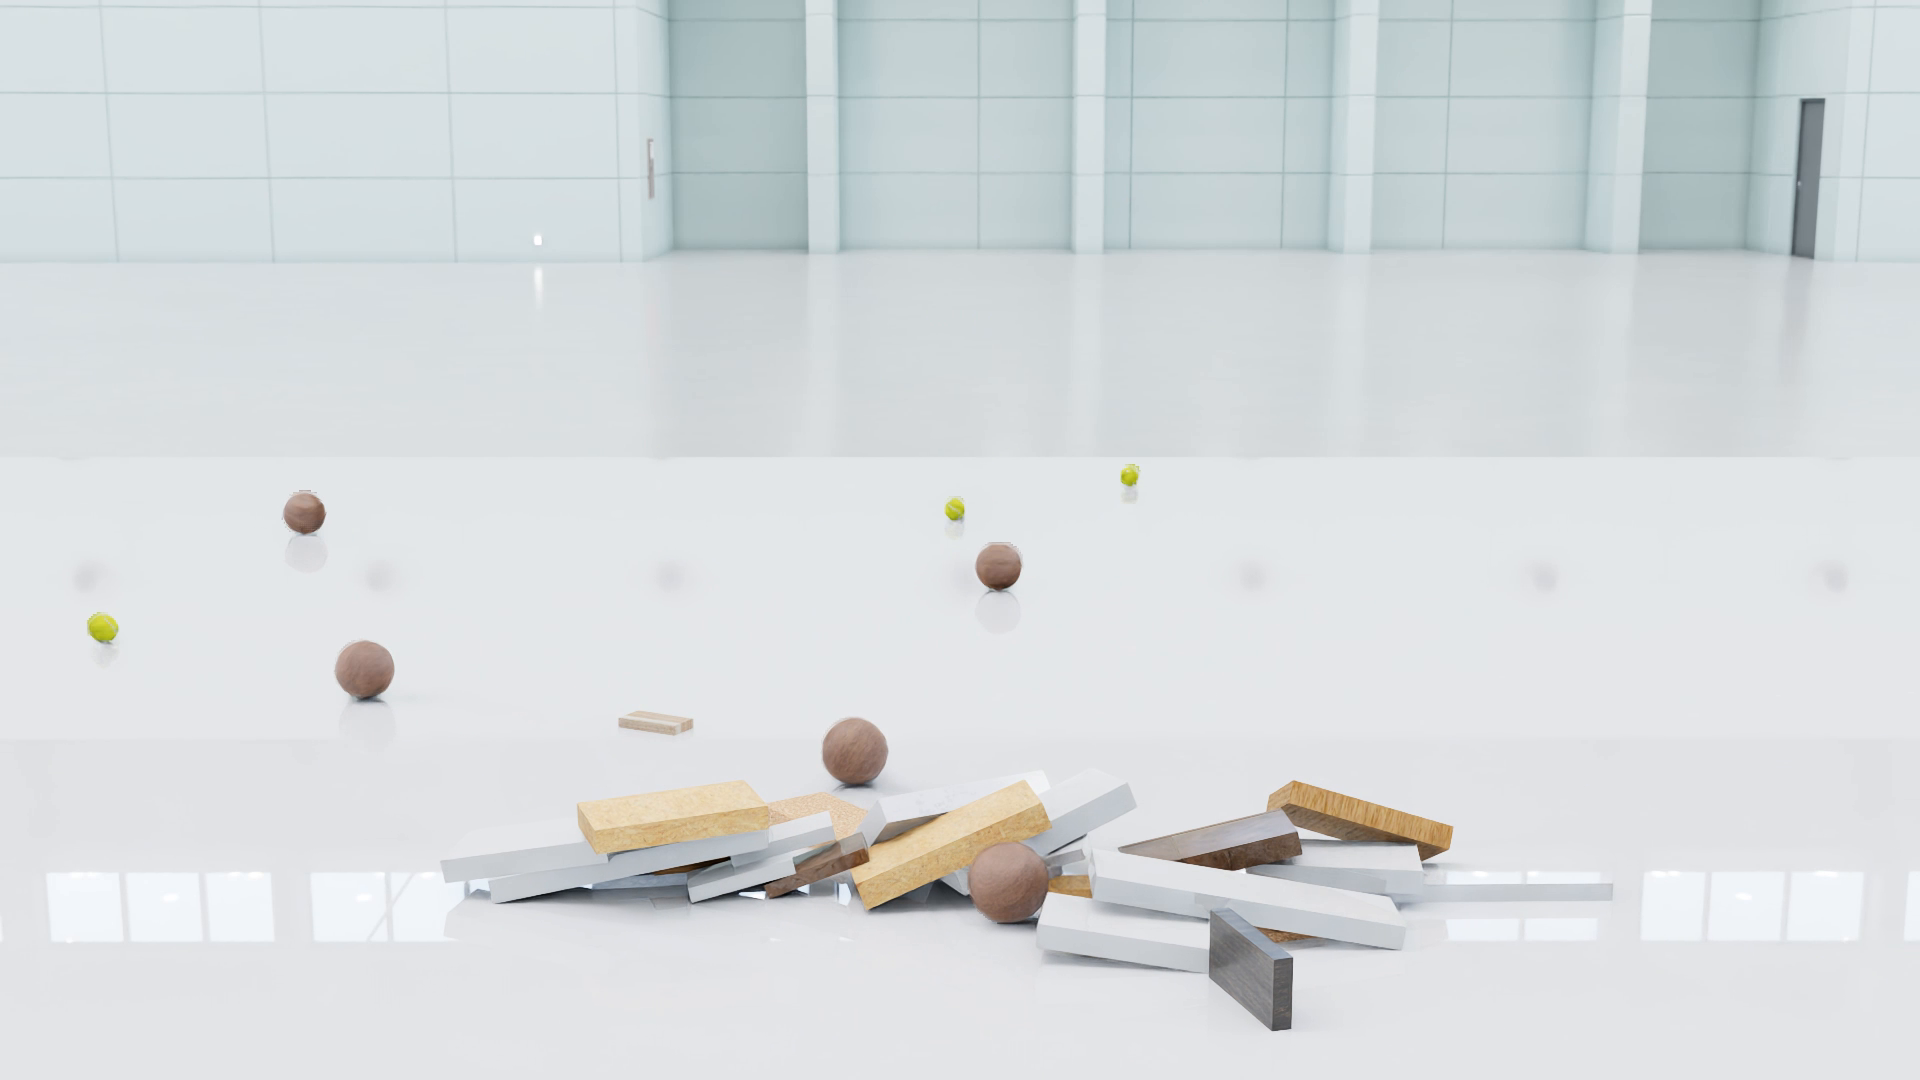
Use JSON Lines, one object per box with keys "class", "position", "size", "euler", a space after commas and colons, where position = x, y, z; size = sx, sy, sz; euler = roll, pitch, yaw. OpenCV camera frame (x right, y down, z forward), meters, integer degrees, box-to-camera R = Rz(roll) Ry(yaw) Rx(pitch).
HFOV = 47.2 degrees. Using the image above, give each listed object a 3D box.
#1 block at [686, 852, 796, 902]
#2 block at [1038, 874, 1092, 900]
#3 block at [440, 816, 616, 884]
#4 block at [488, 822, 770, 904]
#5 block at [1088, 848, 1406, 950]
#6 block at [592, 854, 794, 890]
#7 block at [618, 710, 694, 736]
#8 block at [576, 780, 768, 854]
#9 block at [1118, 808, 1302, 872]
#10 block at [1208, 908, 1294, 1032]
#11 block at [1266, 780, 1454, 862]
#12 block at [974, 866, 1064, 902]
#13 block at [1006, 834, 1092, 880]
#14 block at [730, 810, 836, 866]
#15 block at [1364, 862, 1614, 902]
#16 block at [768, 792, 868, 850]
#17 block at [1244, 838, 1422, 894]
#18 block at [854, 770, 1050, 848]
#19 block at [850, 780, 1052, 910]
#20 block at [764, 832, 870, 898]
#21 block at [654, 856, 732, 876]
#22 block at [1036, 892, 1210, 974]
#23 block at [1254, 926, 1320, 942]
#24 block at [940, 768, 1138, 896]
{"class": "block", "position": [-0.366, 0.556, 3.669], "size": [0.177, 0.025, 0.089], "euler": [-15, 11, -6]}
{"class": "block", "position": [0.200, 0.580, 3.669], "size": [0.140, 0.020, 0.070], "euler": [0, 11, 1]}
{"class": "block", "position": [-0.706, 0.512, 3.680], "size": [0.286, 0.041, 0.143], "euler": [-9, 11, 10]}
{"class": "block", "position": [-0.552, 0.522, 3.696], "size": [0.461, 0.041, 0.143], "euler": [-11, 11, -3]}
{"class": "block", "position": [0.449, 0.566, 3.471], "size": [0.488, 0.038, 0.135], "euler": [10, 10, -2]}
{"class": "block", "position": [-0.453, 0.565, 3.749], "size": [0.346, 0.020, 0.072], "euler": [-2, 11, -9]}
{"class": "block", "position": [-0.649, 0.390, 4.690], "size": [0.144, 0.020, 0.072], "euler": [6, 12, 27]}
{"class": "block", "position": [-0.474, 0.455, 3.625], "size": [0.286, 0.041, 0.143], "euler": [-6, 14, -21]}
{"class": "block", "position": [0.412, 0.516, 3.648], "size": [0.285, 0.040, 0.143], "euler": [-13, 9, 0]}
{"class": "block", "position": [0.422, 0.622, 3.201], "size": [0.030, 0.107, 0.214], "euler": [-3, 11, -18]}
{"class": "block", "position": [0.680, 0.481, 3.756], "size": [0.285, 0.040, 0.143], "euler": [16, -19, -4]}
{"class": "block", "position": [0.094, 0.564, 3.679], "size": [0.140, 0.020, 0.070], "euler": [-16, 14, -23]}
{"class": "block", "position": [0.145, 0.526, 3.661], "size": [0.140, 0.020, 0.070], "euler": [-17, 11, 15]}
{"class": "block", "position": [-0.302, 0.505, 3.716], "size": [0.177, 0.025, 0.089], "euler": [-15, 11, -5]}
{"class": "block", "position": [0.808, 0.573, 3.679], "size": [0.540, 0.030, 0.107], "euler": [0, 11, -1]}
{"class": "block", "position": [-0.230, 0.516, 3.963], "size": [0.135, 0.038, 0.271], "euler": [-8, 13, -35]}
{"class": "block", "position": [0.618, 0.540, 3.659], "size": [0.285, 0.040, 0.143], "euler": [1, 11, 7]}
{"class": "block", "position": [-0.018, 0.485, 3.828], "size": [0.330, 0.047, 0.165], "euler": [-6, -32, -30]}
{"class": "block", "position": [-0.021, 0.503, 3.656], "size": [0.330, 0.047, 0.165], "euler": [-23, 10, -5]}
{"class": "block", "position": [-0.241, 0.544, 3.685], "size": [0.177, 0.025, 0.089], "euler": [-20, 11, -1]}
{"class": "block", "position": [-0.456, 0.544, 3.751], "size": [0.144, 0.020, 0.072], "euler": [-4, 11, -18]}
{"class": "block", "position": [0.260, 0.606, 3.397], "size": [0.271, 0.038, 0.135], "euler": [7, 13, 8]}
{"class": "block", "position": [0.514, 0.616, 3.482], "size": [0.117, 0.017, 0.059], "euler": [-4, 11, -19]}
{"class": "block", "position": [0.119, 0.488, 3.707], "size": [0.330, 0.047, 0.165], "euler": [-25, 10, -15]}
